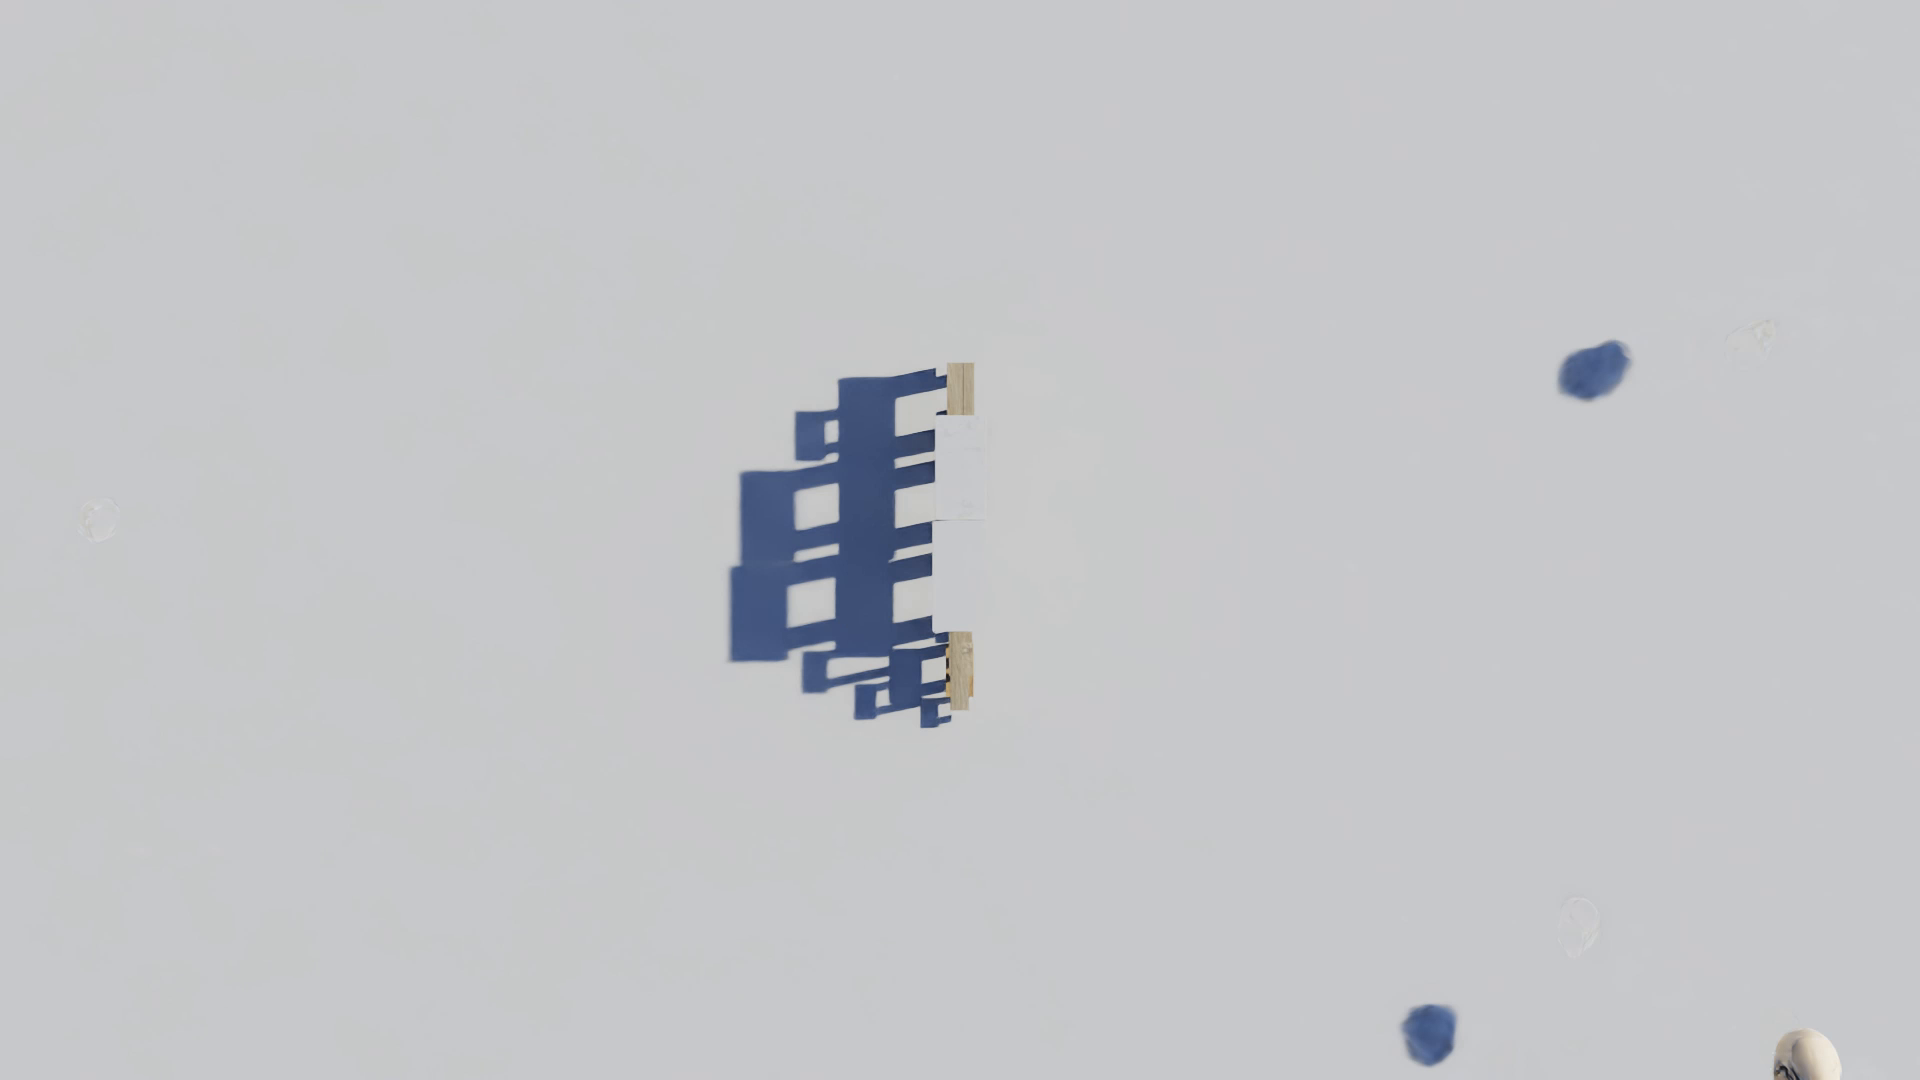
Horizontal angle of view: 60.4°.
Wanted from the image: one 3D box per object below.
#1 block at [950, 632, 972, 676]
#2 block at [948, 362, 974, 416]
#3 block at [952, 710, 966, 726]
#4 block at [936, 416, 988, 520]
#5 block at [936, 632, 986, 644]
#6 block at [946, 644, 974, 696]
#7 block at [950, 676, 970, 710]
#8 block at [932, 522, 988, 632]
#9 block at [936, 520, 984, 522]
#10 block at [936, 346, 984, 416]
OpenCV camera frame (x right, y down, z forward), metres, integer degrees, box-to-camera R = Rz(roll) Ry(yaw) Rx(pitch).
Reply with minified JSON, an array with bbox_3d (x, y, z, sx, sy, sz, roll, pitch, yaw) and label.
[{"bbox_3d":[0.002,0.340,4.992,0.070,0.020,0.140,0,90,0],"label":"block"},{"bbox_3d":[0.003,-0.451,4.975,0.083,0.023,0.166,0,90,0],"label":"block"},{"bbox_3d":[-0.004,0.557,5.397,0.048,0.014,0.096,0,90,0],"label":"block"},{"bbox_3d":[0.003,-0.211,4.828,0.152,0.043,0.303,0,90,0],"label":"block"},{"bbox_3d":[0.001,0.165,5.165,0.157,0.044,0.313,0,90,0],"label":"block"},{"bbox_3d":[-0.001,0.415,5.310,0.089,0.025,0.177,0,90,0],"label":"block"},{"bbox_3d":[-0.001,0.474,5.171,0.059,0.017,0.118,0,90,0],"label":"block"},{"bbox_3d":[0.000,0.105,4.800,0.160,0.045,0.319,0,90,0],"label":"block"},{"bbox_3d":[-0.003,-0.146,5.179,0.150,0.042,0.300,0,90,0],"label":"block"},{"bbox_3d":[0.001,-0.453,5.174,0.152,0.043,0.304,0,90,0],"label":"block"}]
